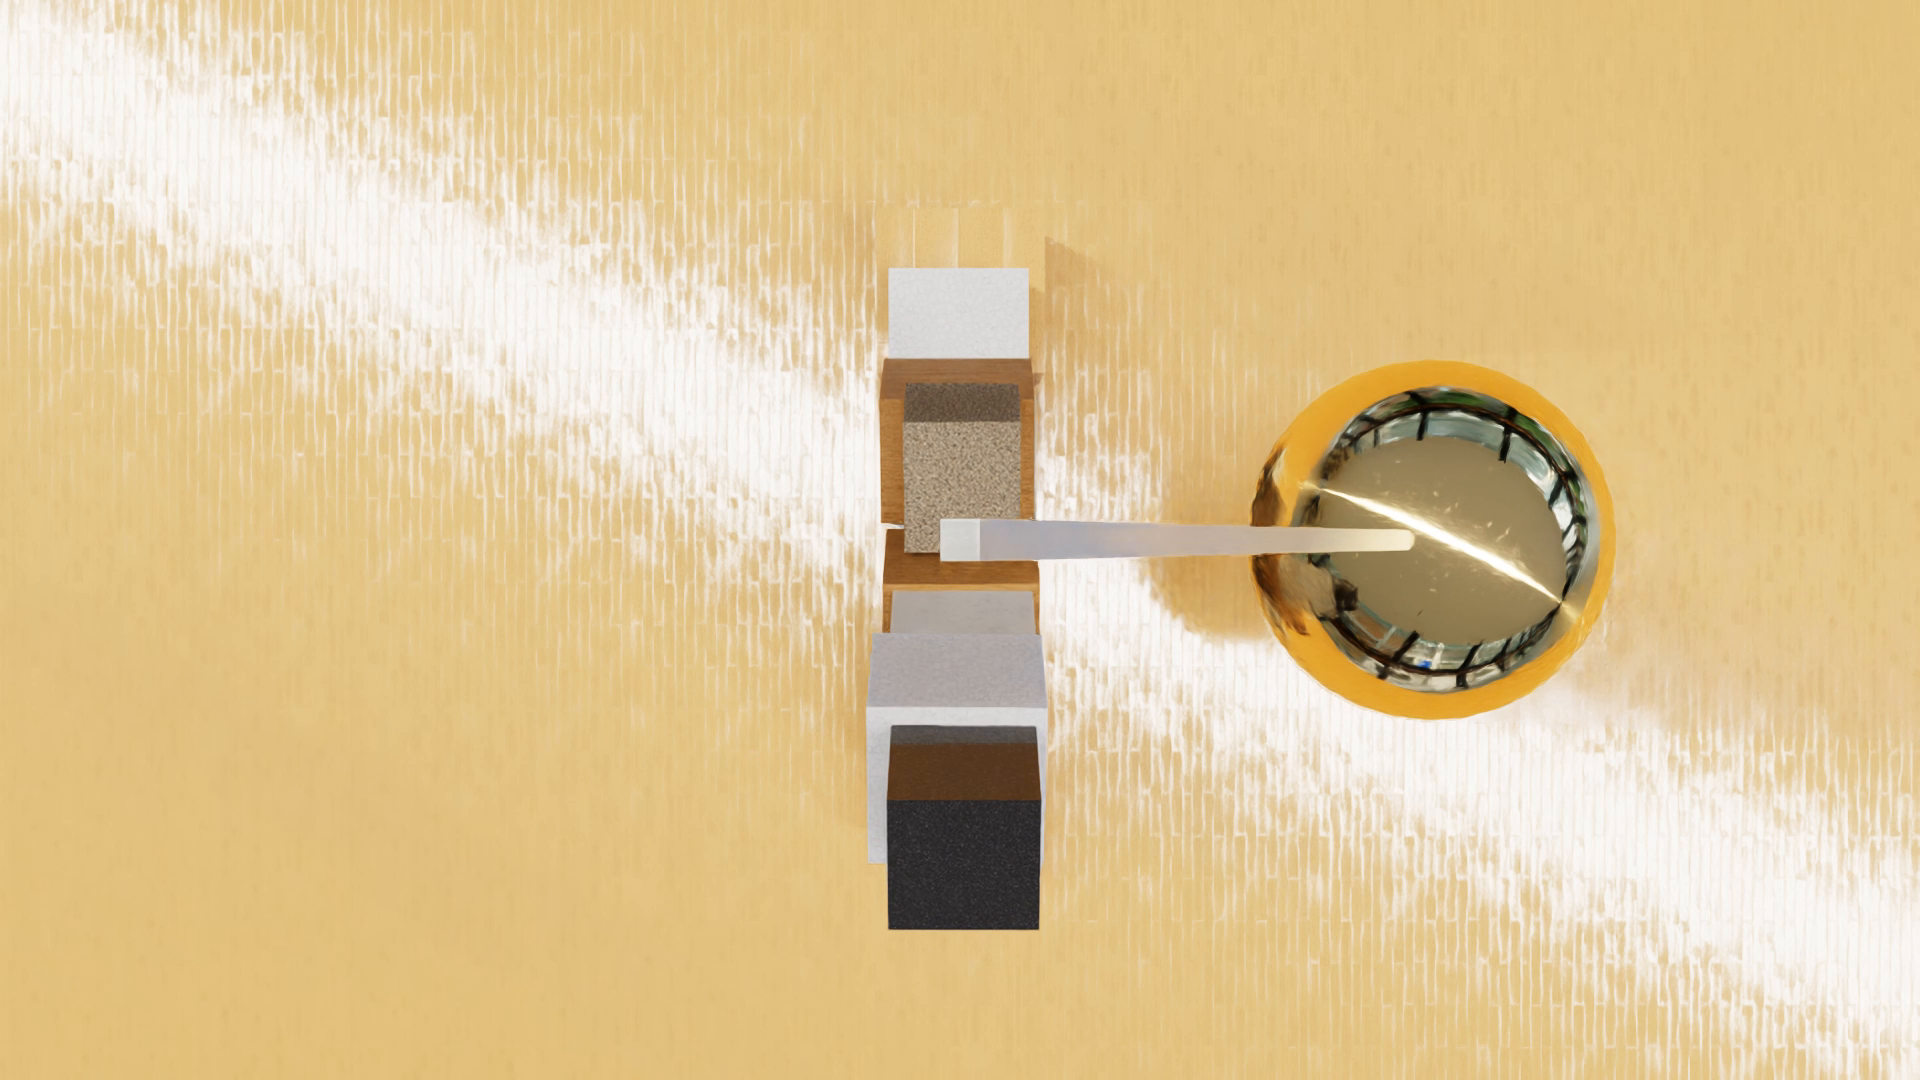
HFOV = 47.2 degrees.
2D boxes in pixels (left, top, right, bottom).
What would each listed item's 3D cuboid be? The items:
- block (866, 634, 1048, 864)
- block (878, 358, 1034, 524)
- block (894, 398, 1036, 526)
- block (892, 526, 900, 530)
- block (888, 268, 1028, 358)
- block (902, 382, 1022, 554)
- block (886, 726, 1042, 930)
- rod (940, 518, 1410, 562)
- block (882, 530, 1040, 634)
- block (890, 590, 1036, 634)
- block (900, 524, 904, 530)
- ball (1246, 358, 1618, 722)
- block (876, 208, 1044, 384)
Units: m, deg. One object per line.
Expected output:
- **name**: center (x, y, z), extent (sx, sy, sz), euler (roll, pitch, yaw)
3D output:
- **block**: center (-0.015, 0.875, 9.324), extent (0.730, 0.703, 0.725), euler (0, 113, 0)
- **block**: center (-0.013, -0.510, 11.129), extent (0.758, 0.705, 0.646), euler (0, 111, 0)
- **block**: center (0.017, -0.418, 11.965), extent (0.777, 0.696, 0.659), euler (0, 89, 0)
- **block**: center (0.010, 0.339, 11.870), extent (0.735, 0.870, 0.822), euler (0, 90, 0)
- **block**: center (-0.006, -1.082, 11.732), extent (0.726, 0.639, 0.658), euler (0, 90, 0)
- **block**: center (0.012, -0.350, 10.490), extent (0.544, 0.602, 0.647), euler (0, 111, 0)
- **block**: center (0.014, 1.134, 8.720), extent (0.587, 0.610, 0.576), euler (0, 113, 0)
- **rod**: center (0.899, 0.000, 6.546), extent (0.080, 5.200, 0.080), euler (0, 90, 20)
- **block**: center (0.006, 0.384, 10.466), extent (0.722, 0.652, 0.669), euler (0, 113, 0)
- **block**: center (0.010, 0.632, 9.910), extent (0.638, 0.566, 0.633), euler (0, 113, 0)
- **block**: center (-0.008, 0.192, 11.055), extent (0.582, 0.576, 0.602), euler (0, 112, 0)
- **ball**: center (2.074, 0.000, 9.736), extent (1.600, 1.600, 1.600), euler (0, 90, 0)
- **block**: center (0.003, -1.368, 12.526), extent (0.920, 0.949, 0.903), euler (0, 90, 0)
